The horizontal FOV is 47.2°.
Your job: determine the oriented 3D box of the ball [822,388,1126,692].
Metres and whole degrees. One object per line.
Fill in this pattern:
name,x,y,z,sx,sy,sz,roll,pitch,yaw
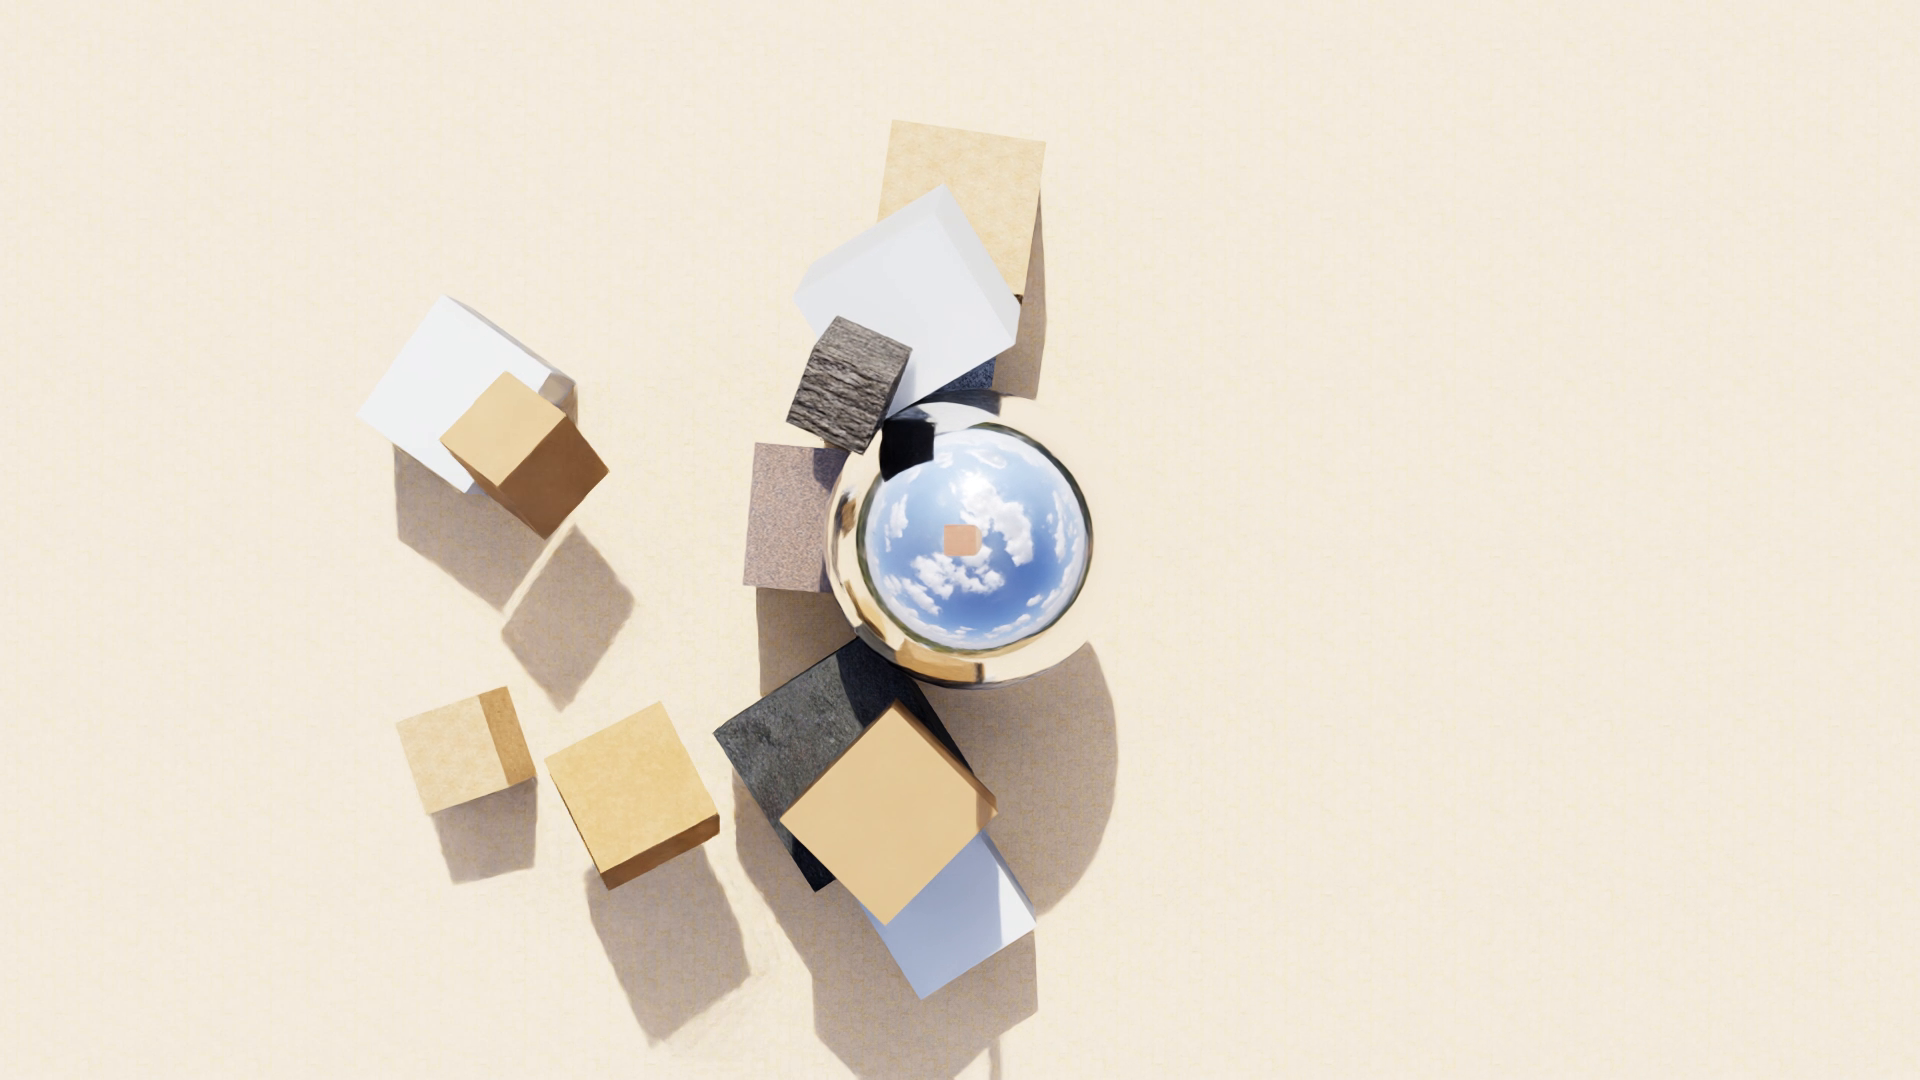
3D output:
ball,0.075,0.000,11.626,1.600,1.600,1.600,0,90,0

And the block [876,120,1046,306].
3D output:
block,-0.011,-1.817,12.501,0.852,0.997,0.845,8,90,0

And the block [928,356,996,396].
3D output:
block,-0.277,-1.008,12.615,0.943,0.770,0.828,9,90,0

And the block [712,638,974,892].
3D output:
block,-0.640,1.216,12.541,1.045,0.917,1.046,-33,90,0

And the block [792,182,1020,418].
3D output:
block,-0.265,-1.258,11.634,0.858,0.801,0.792,-29,106,13

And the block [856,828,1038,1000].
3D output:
block,-0.099,2.044,12.653,0.774,0.694,0.768,-32,90,0

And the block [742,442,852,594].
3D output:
block,-0.811,-0.114,12.615,0.734,0.770,0.801,5,90,0

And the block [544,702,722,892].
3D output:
block,-1.783,1.407,12.036,0.693,0.579,0.694,-27,76,-13

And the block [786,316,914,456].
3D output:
block,-0.556,-0.786,11.122,0.427,0.491,0.436,24,117,1

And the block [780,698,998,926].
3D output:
block,-0.370,1.429,11.722,0.775,0.720,0.827,45,90,0

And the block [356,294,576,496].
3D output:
block,-2.815,-0.814,12.617,0.751,0.757,0.832,35,90,1

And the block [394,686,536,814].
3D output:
block,-2.846,1.207,12.700,0.509,0.551,0.550,-19,90,6

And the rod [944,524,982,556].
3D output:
rod,0.032,0.000,8.227,0.080,5.200,0.080,0,90,1

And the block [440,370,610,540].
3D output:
block,-2.364,-0.460,11.970,0.511,0.616,0.524,35,76,28
